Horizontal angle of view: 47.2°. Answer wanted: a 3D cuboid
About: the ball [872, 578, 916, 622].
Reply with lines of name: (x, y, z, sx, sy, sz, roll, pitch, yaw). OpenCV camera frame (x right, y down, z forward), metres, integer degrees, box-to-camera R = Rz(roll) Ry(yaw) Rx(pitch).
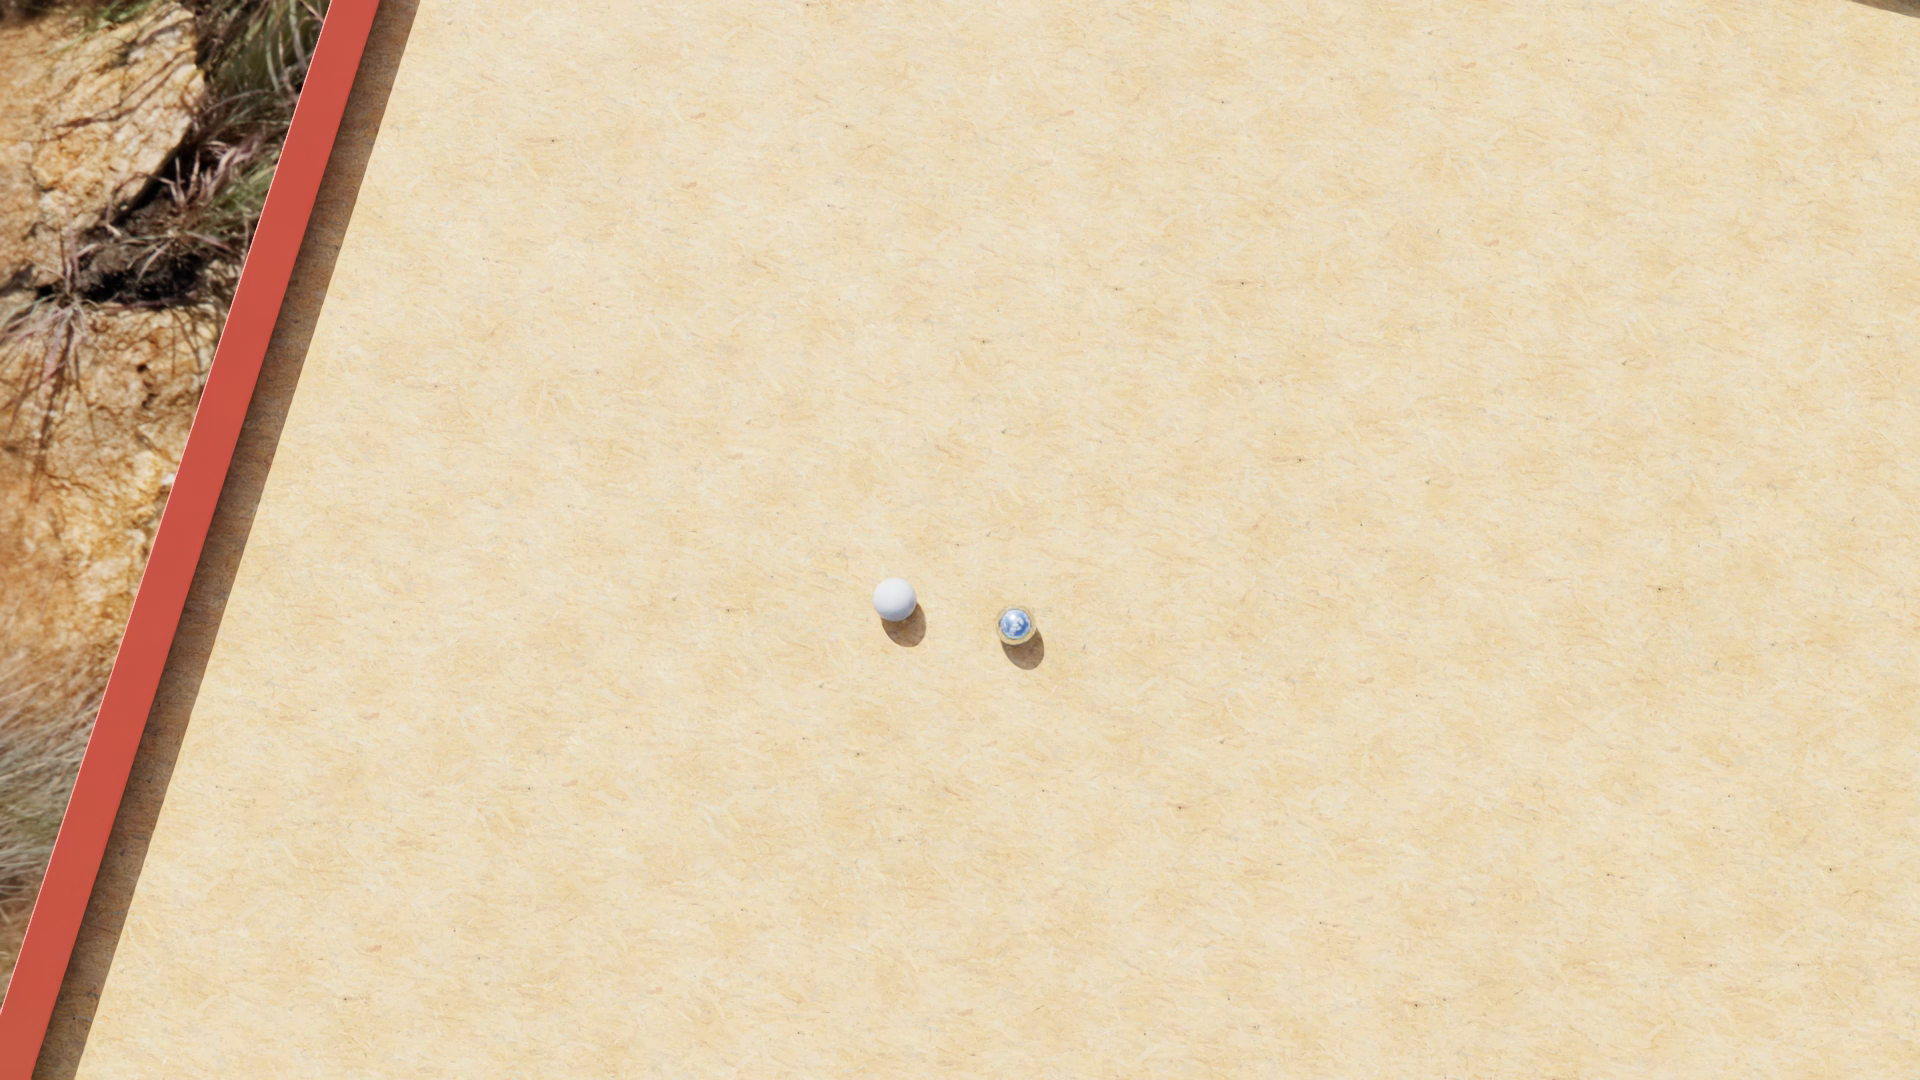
ball: (-0.097, 0.088, 3.258, 0.066, 0.066, 0.066, 0, 82, 0)

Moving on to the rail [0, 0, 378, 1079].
rail: (-1.058, -0.287, 3.282, 0.045, 0.127, 2.558, 15, 82, 2)

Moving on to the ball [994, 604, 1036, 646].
ball: (0.082, 0.126, 3.255, 0.062, 0.062, 0.062, 0, 82, 0)
